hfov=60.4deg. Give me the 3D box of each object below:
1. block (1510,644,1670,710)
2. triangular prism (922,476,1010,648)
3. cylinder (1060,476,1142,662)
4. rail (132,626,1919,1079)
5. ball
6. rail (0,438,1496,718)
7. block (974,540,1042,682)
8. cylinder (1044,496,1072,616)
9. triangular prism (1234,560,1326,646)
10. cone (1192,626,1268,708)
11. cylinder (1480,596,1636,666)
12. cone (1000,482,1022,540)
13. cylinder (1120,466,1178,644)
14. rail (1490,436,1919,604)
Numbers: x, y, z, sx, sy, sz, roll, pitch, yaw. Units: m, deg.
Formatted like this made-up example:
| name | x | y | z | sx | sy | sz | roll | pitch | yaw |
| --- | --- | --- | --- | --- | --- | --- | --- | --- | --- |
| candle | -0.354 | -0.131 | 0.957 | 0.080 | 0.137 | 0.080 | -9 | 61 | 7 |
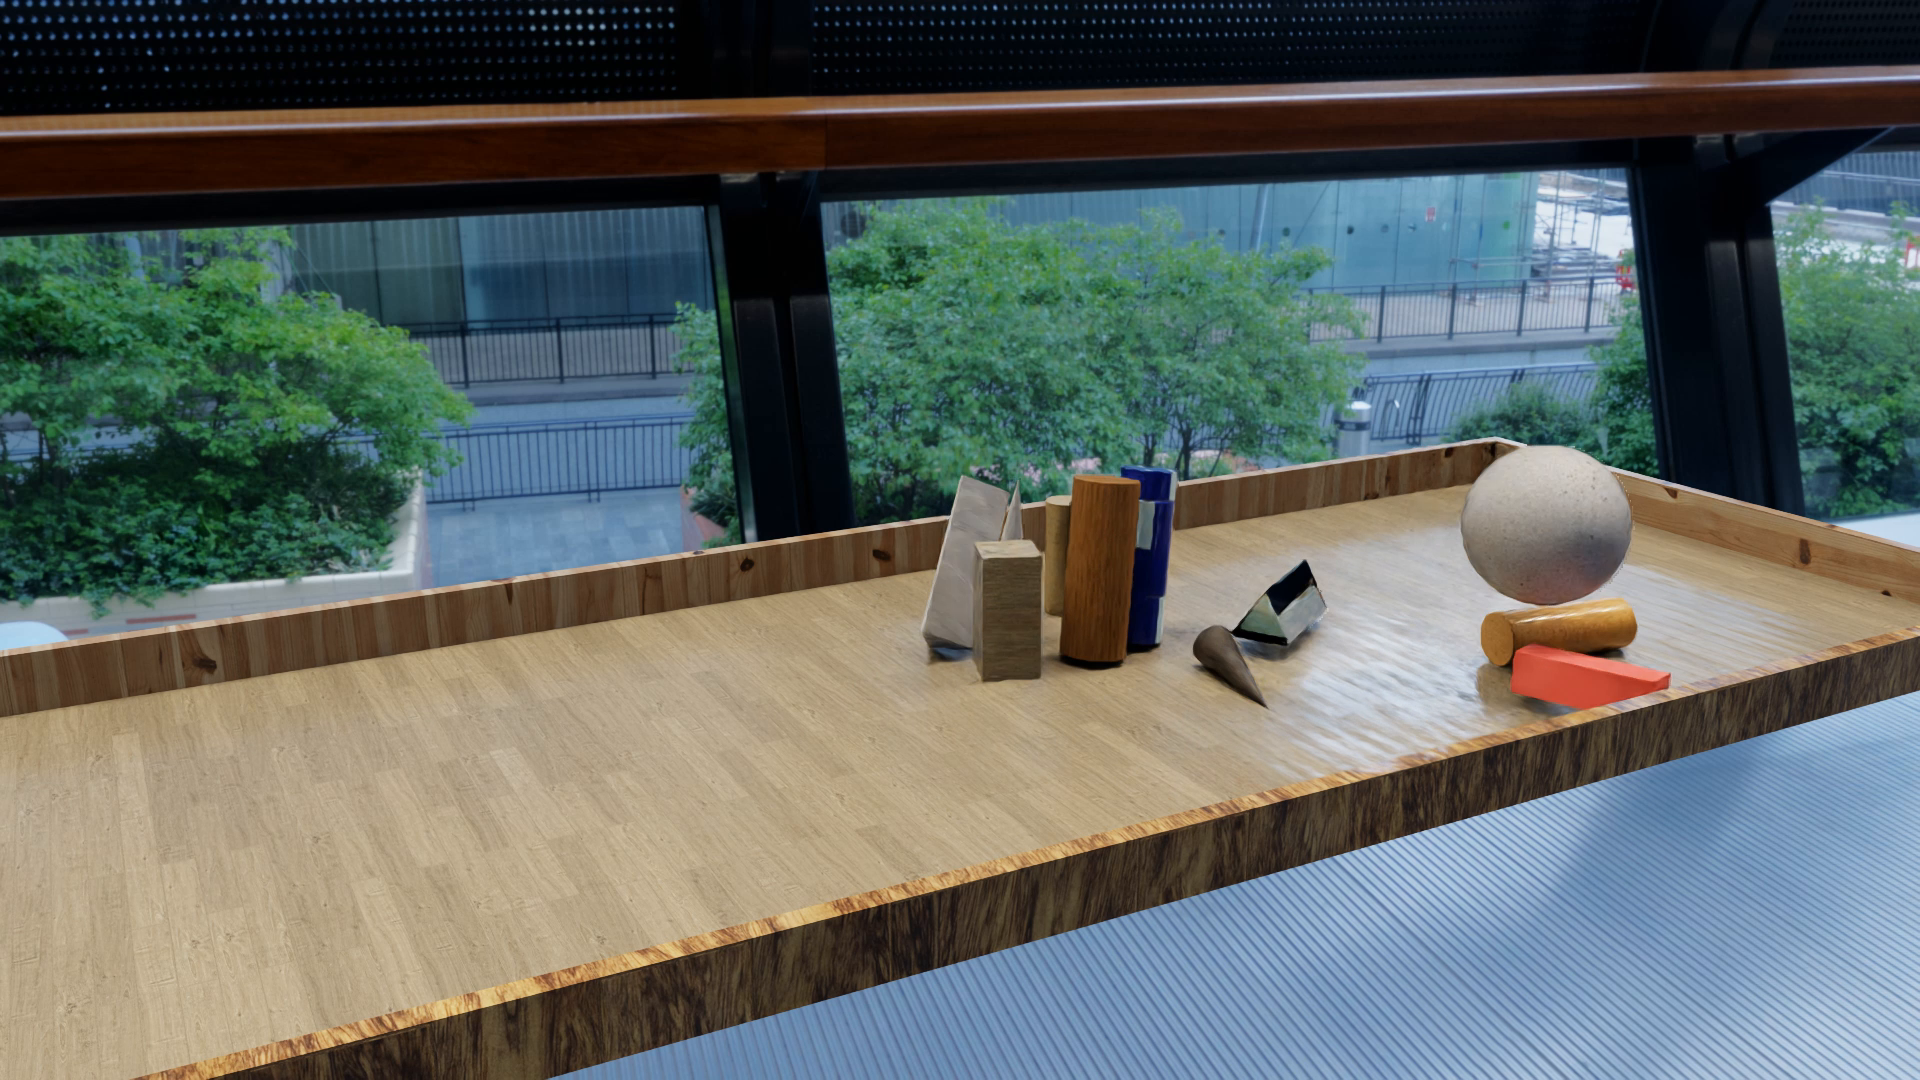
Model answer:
| name | x | y | z | sx | sy | sz | roll | pitch | yaw |
| --- | --- | --- | --- | --- | --- | --- | --- | --- | --- |
| block | 1.484 | 0.337 | 3.895 | 0.330 | 0.102 | 0.102 | 13 | 17 | 40 |
| triangular prism | -0.003 | 0.068 | 4.390 | 0.144 | 0.444 | 0.124 | 20 | -19 | -15 |
| cylinder | 0.362 | 0.071 | 4.263 | 0.174 | 0.458 | 0.174 | 4 | 9 | -1 |
| rail | -2.336 | 1.006 | 1.665 | 12.000 | 0.150 | 0.050 | -9 | 18 | -27 |
| ball | 1.427 | -0.037 | 4.022 | 0.393 | 0.393 | 0.393 | 0 | 16 | 0 |
| rail | -3.305 | 0.497 | 3.399 | 12.000 | 0.150 | 0.050 | -9 | 18 | -27 |
| block | 0.119 | 0.177 | 4.179 | 0.148 | 0.323 | 0.148 | -2 | 17 | -8 |
| cylinder | 0.294 | 0.044 | 4.631 | 0.112 | 0.323 | 0.112 | 0 | 16 | 0 |
| triangular prism | 0.868 | 0.158 | 4.427 | 0.150 | 0.130 | 0.368 | 11 | 18 | 25 |
| cone | 0.696 | 0.338 | 4.106 | 0.111 | 0.111 | 0.320 | -5 | 27 | -16 |
| cylinder | 1.562 | 0.236 | 4.307 | 0.384 | 0.137 | 0.137 | -6 | 17 | -19 |
| cone | 0.131 | 0.054 | 4.345 | 0.157 | 0.451 | 0.157 | 5 | 13 | -1 |
| cylinder | 0.481 | 0.039 | 4.379 | 0.150 | 0.457 | 0.150 | 4 | 8 | -1 |
| rail | 2.466 | -0.048 | 5.253 | 0.050 | 0.150 | 2.100 | -9 | 18 | -27 |
